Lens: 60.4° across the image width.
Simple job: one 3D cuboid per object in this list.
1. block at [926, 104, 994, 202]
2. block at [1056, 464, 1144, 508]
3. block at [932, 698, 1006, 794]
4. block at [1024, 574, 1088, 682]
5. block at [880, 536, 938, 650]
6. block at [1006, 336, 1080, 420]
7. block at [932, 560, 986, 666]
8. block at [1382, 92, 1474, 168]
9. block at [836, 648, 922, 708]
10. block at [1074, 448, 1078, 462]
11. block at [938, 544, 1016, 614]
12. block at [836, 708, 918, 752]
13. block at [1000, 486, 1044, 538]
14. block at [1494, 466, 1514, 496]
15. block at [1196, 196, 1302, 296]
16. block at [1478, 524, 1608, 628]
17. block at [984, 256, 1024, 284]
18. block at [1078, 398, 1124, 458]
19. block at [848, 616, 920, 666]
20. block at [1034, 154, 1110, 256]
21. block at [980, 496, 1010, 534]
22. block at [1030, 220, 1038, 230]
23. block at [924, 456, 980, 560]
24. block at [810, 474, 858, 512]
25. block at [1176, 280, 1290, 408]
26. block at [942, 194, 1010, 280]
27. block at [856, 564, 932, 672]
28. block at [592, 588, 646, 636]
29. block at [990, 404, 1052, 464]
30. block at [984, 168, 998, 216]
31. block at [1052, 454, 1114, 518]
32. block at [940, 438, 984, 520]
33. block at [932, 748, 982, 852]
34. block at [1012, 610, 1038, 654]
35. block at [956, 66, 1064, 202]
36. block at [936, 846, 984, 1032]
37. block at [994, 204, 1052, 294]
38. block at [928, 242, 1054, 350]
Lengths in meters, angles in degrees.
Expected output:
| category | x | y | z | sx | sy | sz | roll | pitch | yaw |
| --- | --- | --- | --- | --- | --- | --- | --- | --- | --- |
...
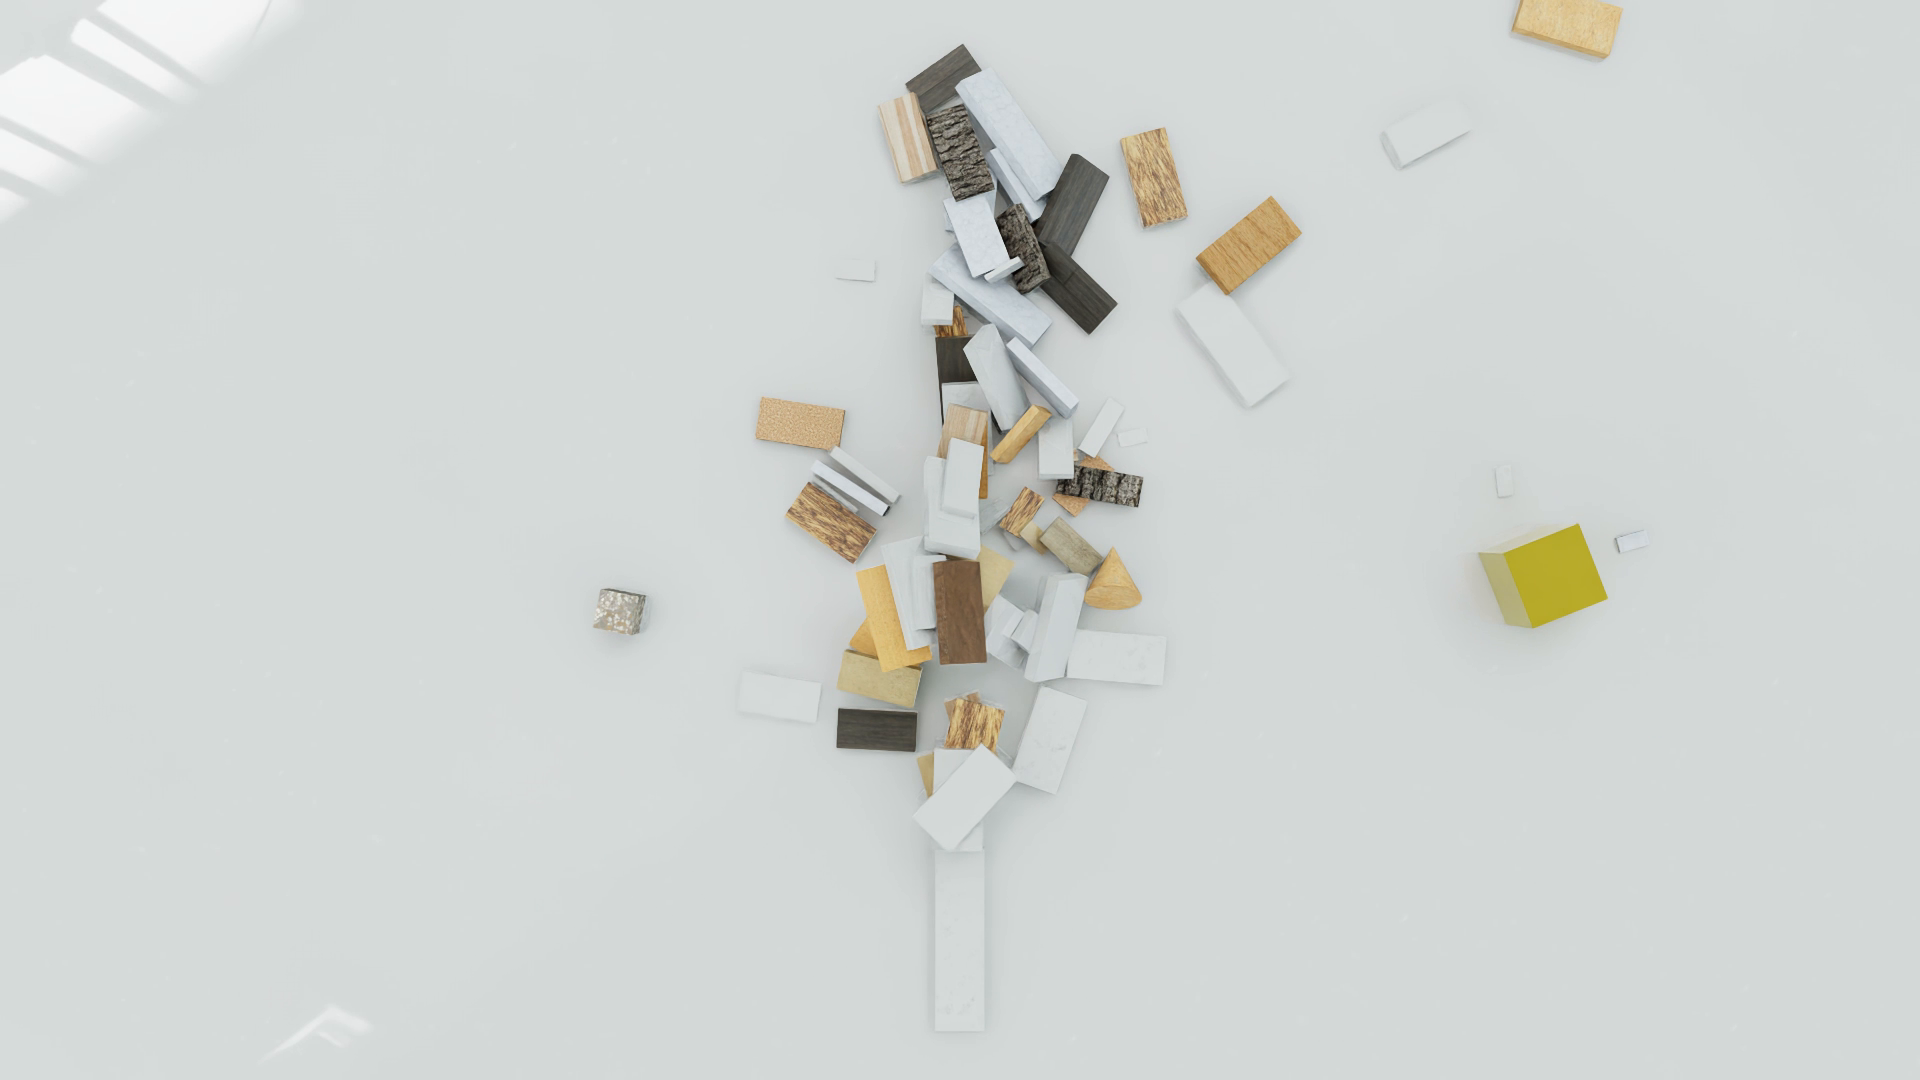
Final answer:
| category | x | y | z | sx | sy | sz | roll | pitch | yaw |
| --- | --- | --- | --- | --- | --- | --- | --- | --- | --- |
| block | -0.002 | -1.273 | 5.415 | 0.134 | 0.038 | 0.337 | -18 | 66 | 0 |
| block | 0.463 | -0.182 | 5.457 | 0.273 | 0.029 | 0.102 | 10 | 90 | 0 |
| block | 0.022 | 0.716 | 5.408 | 0.163 | 0.046 | 0.368 | 15 | 90 | 0 |
| block | 0.314 | 0.285 | 5.382 | 0.045 | 0.159 | 0.352 | 24 | 108 | 37 |
| block | -0.124 | 0.160 | 5.145 | 0.167 | 0.047 | 0.335 | -14 | 90 | -31 |
| block | 0.267 | -0.529 | 5.409 | 0.042 | 0.149 | 0.297 | -44 | 84 | -7 |
| block | 0.000 | 0.226 | 5.121 | 0.159 | 0.045 | 0.318 | 2 | 82 | -43 |
| block | 1.554 | -1.362 | 5.481 | 0.265 | 0.037 | 0.132 | -28 | 90 | 0 |
| block | -0.267 | 0.458 | 5.457 | 0.263 | 0.037 | 0.131 | 14 | 102 | 5 |
| block | 0.339 | -0.275 | 5.444 | 0.095 | 0.014 | 0.048 | -7 | 62 | -4 |
| block | -0.024 | 0.129 | 5.354 | 0.292 | 0.292 | 0.292 | 29 | 90 | 0 |
| block | -0.276 | 0.630 | 5.481 | 0.263 | 0.037 | 0.131 | 3 | 90 | 0 |
| block | 0.207 | -0.091 | 5.470 | 0.078 | 0.022 | 0.156 | 32 | 85 | 11 |
| block | 1.812 | -0.197 | 5.493 | 0.050 | 0.014 | 0.101 | -6 | 90 | 0 |
| block | 0.955 | -0.973 | 5.453 | 0.324 | 0.046 | 0.162 | -40 | 90 | -8 |
| block | 1.894 | 0.114 | 5.371 | 0.258 | 0.258 | 0.258 | -22 | 90 | 0 |
| block | 0.146 | -0.882 | 5.392 | 0.127 | 0.063 | 0.018 | -28 | 80 | 13 |
| block | 0.469 | -0.371 | 5.475 | 0.062 | 0.017 | 0.201 | 32 | 81 | 0 |
| block | -0.243 | 0.366 | 5.484 | 0.234 | 0.032 | 0.112 | 35 | 90 | 0 |
| block | 0.365 | -1.100 | 5.437 | 0.151 | 0.043 | 0.302 | 26 | 90 | -37 |
| block | 0.104 | -0.081 | 5.474 | 0.123 | 0.017 | 0.062 | -42 | 51 | 0 |
| block | 0.272 | -1.050 | 5.491 | 0.127 | 0.018 | 0.063 | 42 | 90 | 0 |
| block | -0.027 | -0.105 | 5.228 | 0.167 | 0.047 | 0.355 | 11 | 49 | -15 |
| block | -0.418 | -0.154 | 5.476 | 0.189 | 0.048 | 0.014 | 38 | 90 | 0 |
| block | 0.904 | -0.655 | 5.477 | 0.162 | 0.046 | 0.410 | -37 | 90 | 0 |
| block | 0.055 | -1.005 | 5.394 | 0.134 | 0.038 | 0.268 | -22 | 90 | -1 |
| block | -0.207 | 0.236 | 5.186 | 0.163 | 0.046 | 0.326 | -15 | 90 | 0 |
| block | -1.121 | 0.236 | 5.436 | 0.128 | 0.128 | 0.128 | 11 | 90 | 0 |
| block | 0.200 | -0.346 | 5.415 | 0.031 | 0.111 | 0.221 | 47 | 107 | 19 |
| block | 0.056 | -1.109 | 5.450 | 0.117 | 0.033 | 0.235 | 6 | 90 | 0 |
| block | 0.410 | -0.187 | 5.486 | 0.102 | 0.029 | 0.204 | 40 | 90 | 0 |
| block | 0.008 | -0.198 | 5.252 | 0.111 | 0.031 | 0.278 | 15 | 52 | -11 |
| block | -0.006 | 0.843 | 5.362 | 0.163 | 0.046 | 0.326 | 2 | 90 | 0 |
| block | 0.254 | 0.321 | 5.395 | 0.032 | 0.224 | 0.112 | 25 | 80 | 37 |
| block | 0.175 | -1.339 | 5.438 | 0.151 | 0.043 | 0.458 | -35 | 90 | -37 |
| block | -0.001 | 1.323 | 5.477 | 0.163 | 0.046 | 0.601 | 0 | 90 | 0 |
| block | 0.201 | -0.957 | 5.429 | 0.037 | 0.132 | 0.265 | -19 | 86 | -36 |
| block | 0.104 | -0.803 | 5.437 | 0.419 | 0.042 | 0.149 | 38 | 51 | 0 |
